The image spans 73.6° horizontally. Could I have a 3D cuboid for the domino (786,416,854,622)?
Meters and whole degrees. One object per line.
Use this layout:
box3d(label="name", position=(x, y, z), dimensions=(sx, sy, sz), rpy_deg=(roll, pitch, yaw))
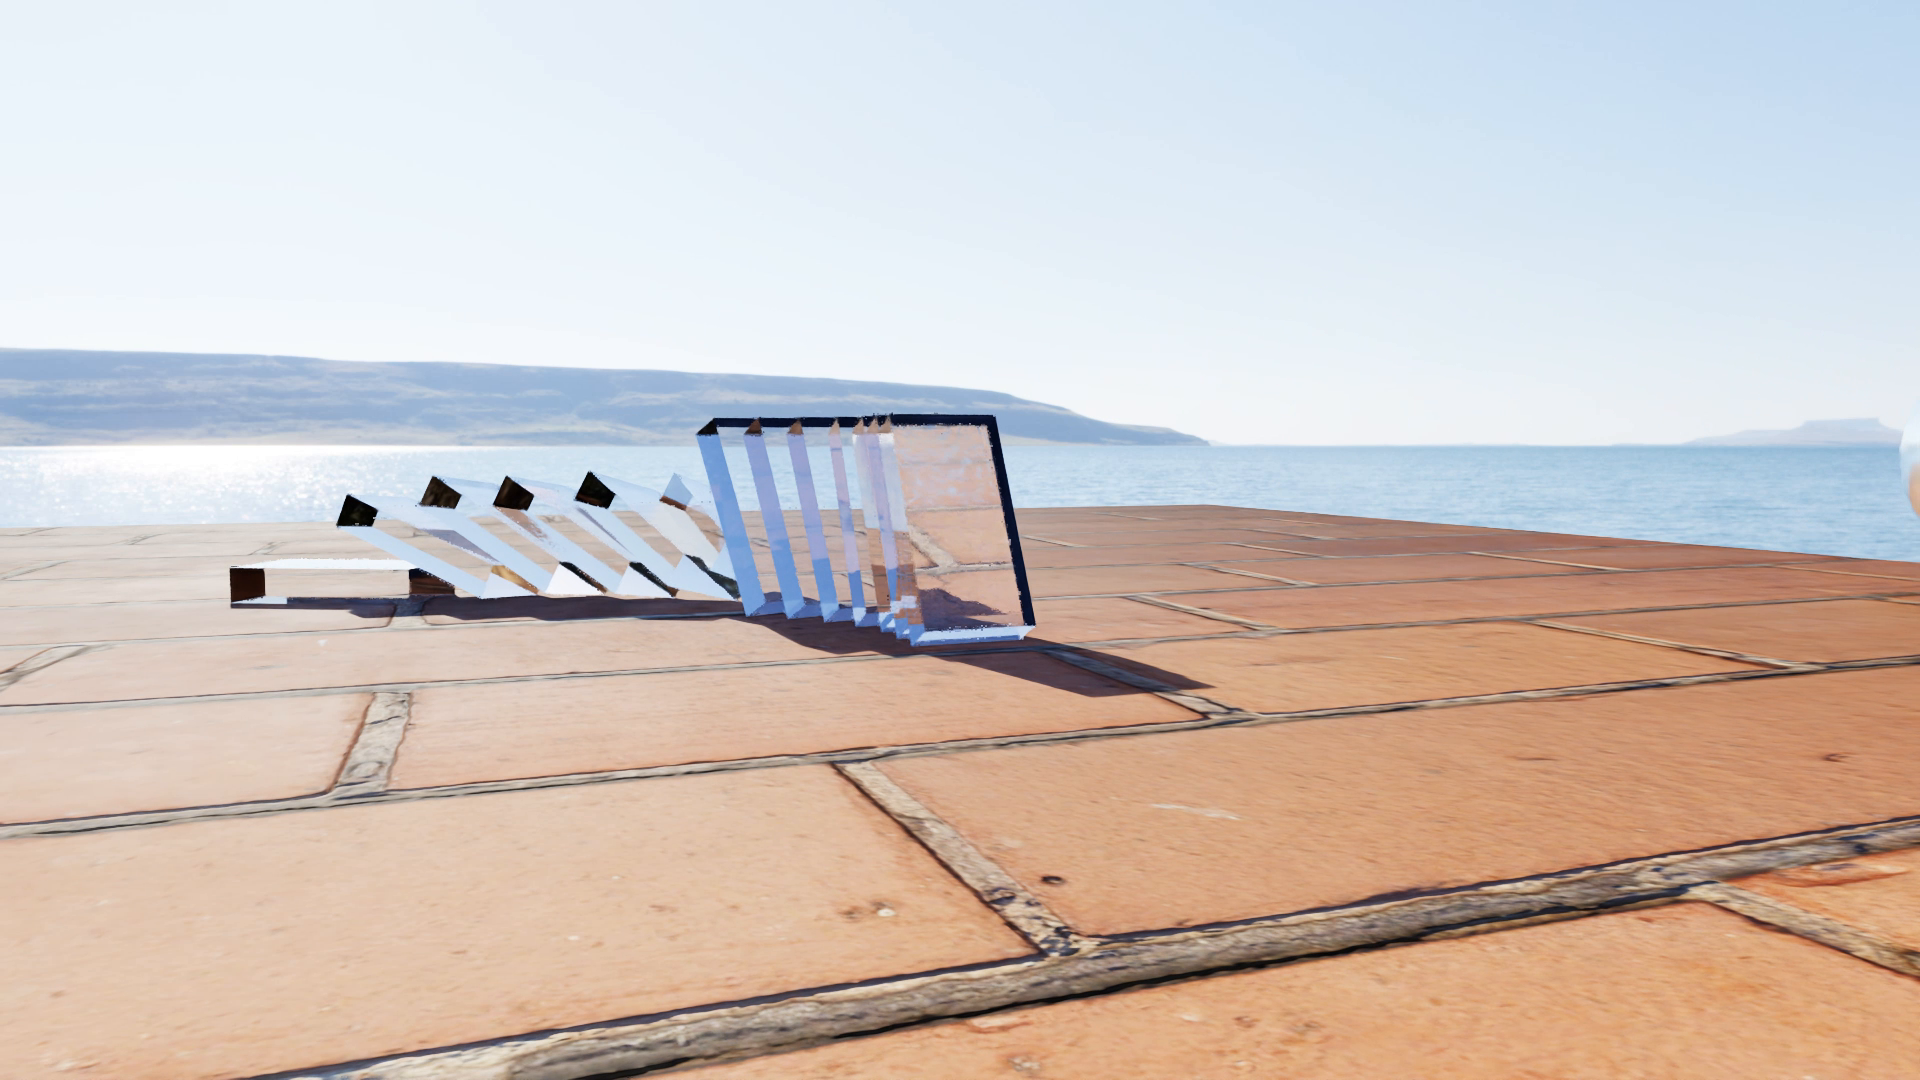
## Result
box3d(label="domino", position=(-0.025, -0.006, 0.316), dimensions=(0.025, 0.050, 0.010), rpy_deg=(-3, -21, -31))

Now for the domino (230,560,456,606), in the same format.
box3d(label="domino", position=(-0.169, 0.011, 0.353), dimensions=(0.050, 0.010, 0.025), rpy_deg=(0, 4, 5))

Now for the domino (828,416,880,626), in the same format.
box3d(label="domino", position=(-0.015, -0.005, 0.308), dimensions=(0.025, 0.050, 0.010), rpy_deg=(-2, -22, -22))

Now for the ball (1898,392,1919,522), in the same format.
box3d(label="ball", position=(0.306, -0.024, 0.351), dimensions=(0.080, 0.080, 0.080), rpy_deg=(0, 4, 0))

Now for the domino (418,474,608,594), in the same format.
box3d(label="domino", position=(-0.122, -0.001, 0.356), dimensions=(0.050, 0.010, 0.025), rpy_deg=(30, 8, 20))

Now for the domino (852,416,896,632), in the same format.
box3d(label="domino", position=(-0.009, -0.004, 0.299), dimensions=(0.025, 0.050, 0.010), rpy_deg=(-2, -22, -22))

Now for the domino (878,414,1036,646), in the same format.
box3d(label="domino", position=(-0.001, -0.003, 0.279), dimensions=(0.025, 0.050, 0.010), rpy_deg=(-2, -22, -22))

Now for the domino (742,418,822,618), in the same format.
box3d(label="domino", position=(-0.036, -0.006, 0.323), dimensions=(0.025, 0.050, 0.010), rpy_deg=(-3, -21, -37))

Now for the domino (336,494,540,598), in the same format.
box3d(label="domino", position=(-0.143, 0.001, 0.356), dimensions=(0.050, 0.009, 0.025), rpy_deg=(23, 6, 14))

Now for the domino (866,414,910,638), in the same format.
box3d(label="domino", position=(-0.005, -0.004, 0.289), dimensions=(0.025, 0.050, 0.010), rpy_deg=(-2, -22, -22))

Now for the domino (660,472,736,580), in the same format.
box3d(label="domino", position=(-0.062, -0.002, 0.350), dimensions=(0.025, 0.010, 0.050), rpy_deg=(23, 10, -35))

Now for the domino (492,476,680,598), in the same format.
box3d(label="domino", position=(-0.102, -0.001, 0.353), dimensions=(0.050, 0.009, 0.025), rpy_deg=(31, 8, 24))

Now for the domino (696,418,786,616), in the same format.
box3d(label="domino", position=(-0.048, -0.007, 0.328), dimensions=(0.025, 0.050, 0.010), rpy_deg=(-4, -20, -43))

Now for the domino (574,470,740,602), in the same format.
box3d(label="domino", position=(-0.082, -0.001, 0.351), dimensions=(0.050, 0.010, 0.025), rpy_deg=(35, 10, 37))
